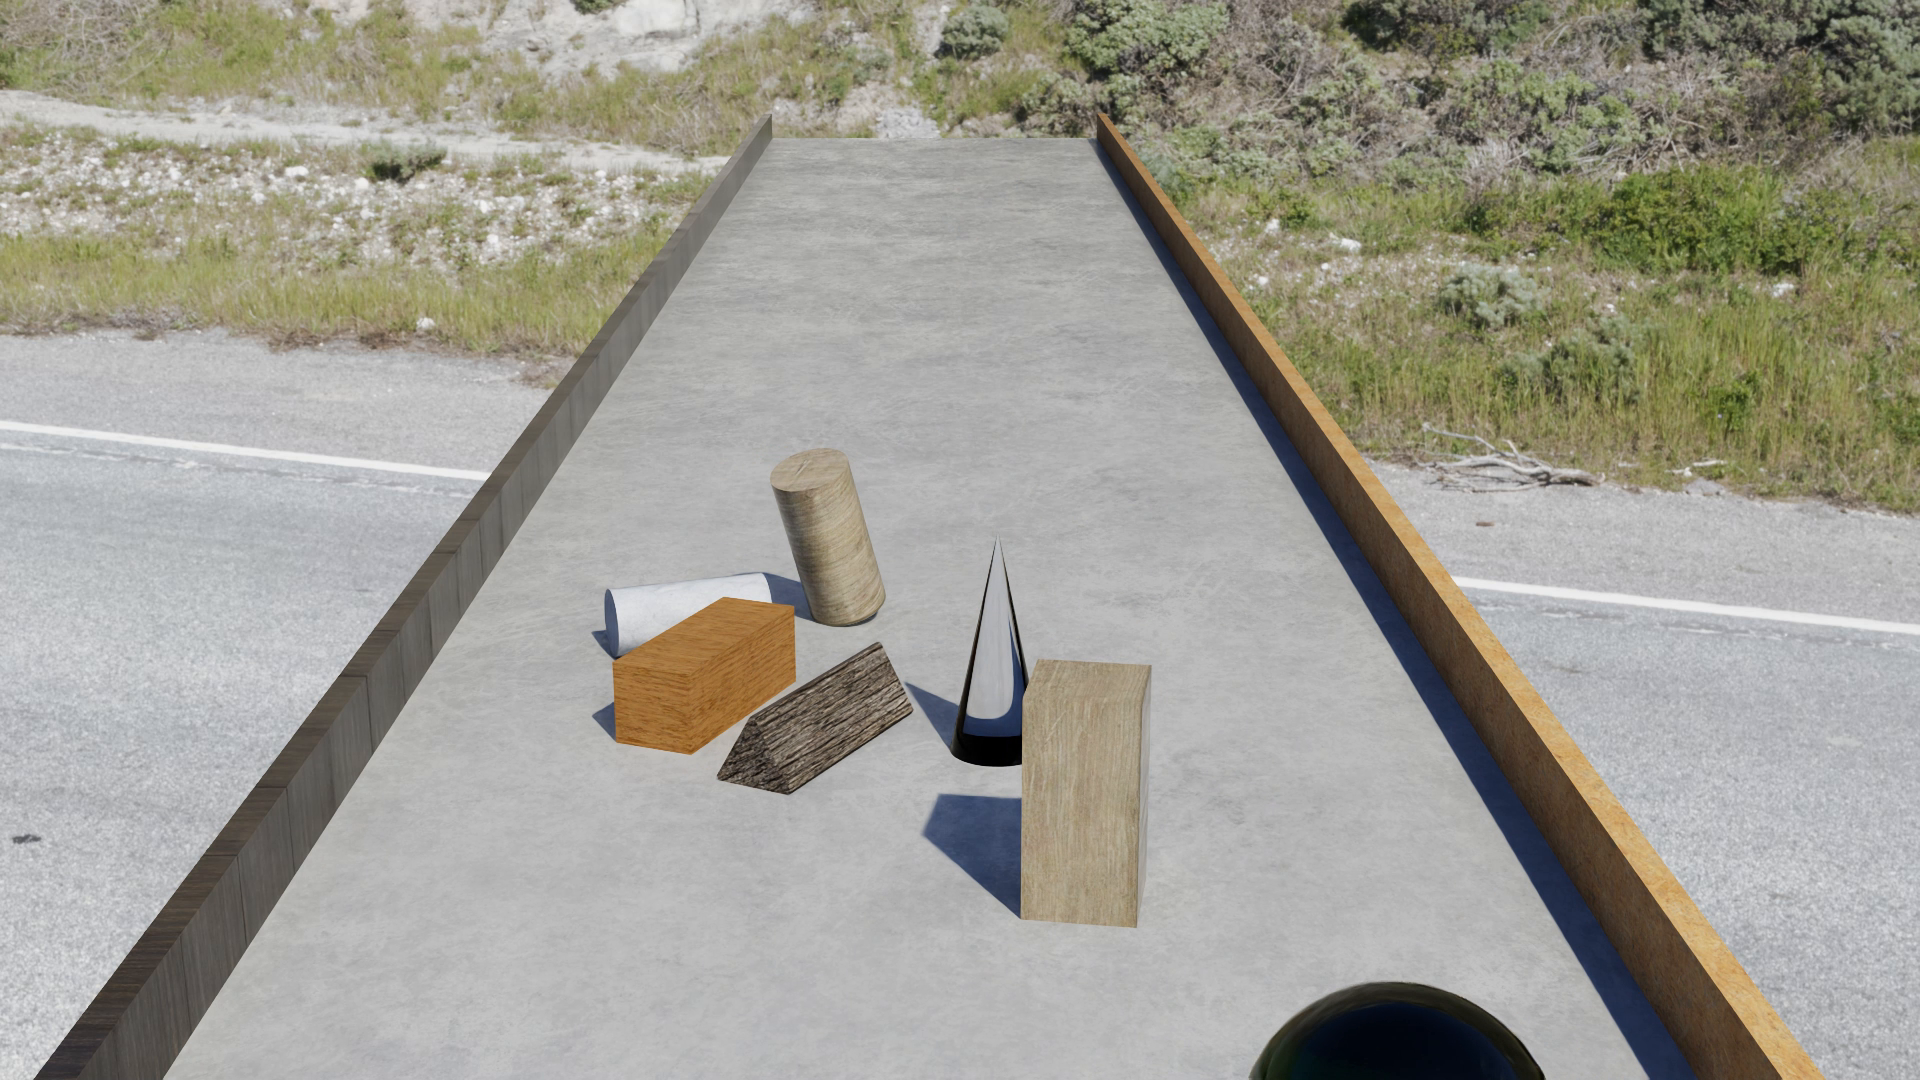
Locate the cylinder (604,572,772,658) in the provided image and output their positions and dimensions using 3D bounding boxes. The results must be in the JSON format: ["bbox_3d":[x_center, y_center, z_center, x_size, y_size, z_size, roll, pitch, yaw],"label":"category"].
[{"bbox_3d":[-0.553,0.151,4.476,0.316,0.138,0.138,-6,18,-20],"label":"cylinder"}]

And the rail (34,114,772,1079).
[{"bbox_3d":[-1.118,-0.838,7.780,0.050,0.150,12.000,0,17,-1],"label":"rail"}]

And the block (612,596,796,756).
[{"bbox_3d":[-0.472,0.248,4.122,0.155,0.155,0.414,7,18,22],"label":"block"}]

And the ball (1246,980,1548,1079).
[{"bbox_3d":[0.476,0.659,2.392,0.353,0.353,0.353,0,17,0],"label":"ball"}]

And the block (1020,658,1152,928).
[{"bbox_3d":[0.192,0.381,3.326,0.175,0.354,0.175,3,17,9],"label":"block"}]

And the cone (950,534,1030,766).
[{"bbox_3d":[0.066,0.180,3.903,0.170,0.411,0.170,0,17,0],"label":"cone"}]

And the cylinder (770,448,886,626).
[{"bbox_3d":[-0.274,-0.005,4.588,0.165,0.337,0.165,-10,31,6],"label":"cylinder"}]

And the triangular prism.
[{"bbox_3d":[-0.254,0.307,3.958,0.147,0.128,0.439,9,19,26],"label":"triangular prism"}]

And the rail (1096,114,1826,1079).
[{"bbox_3d":[0.932,-0.844,7.801,0.050,0.150,12.000,0,17,-1],"label":"rail"}]
